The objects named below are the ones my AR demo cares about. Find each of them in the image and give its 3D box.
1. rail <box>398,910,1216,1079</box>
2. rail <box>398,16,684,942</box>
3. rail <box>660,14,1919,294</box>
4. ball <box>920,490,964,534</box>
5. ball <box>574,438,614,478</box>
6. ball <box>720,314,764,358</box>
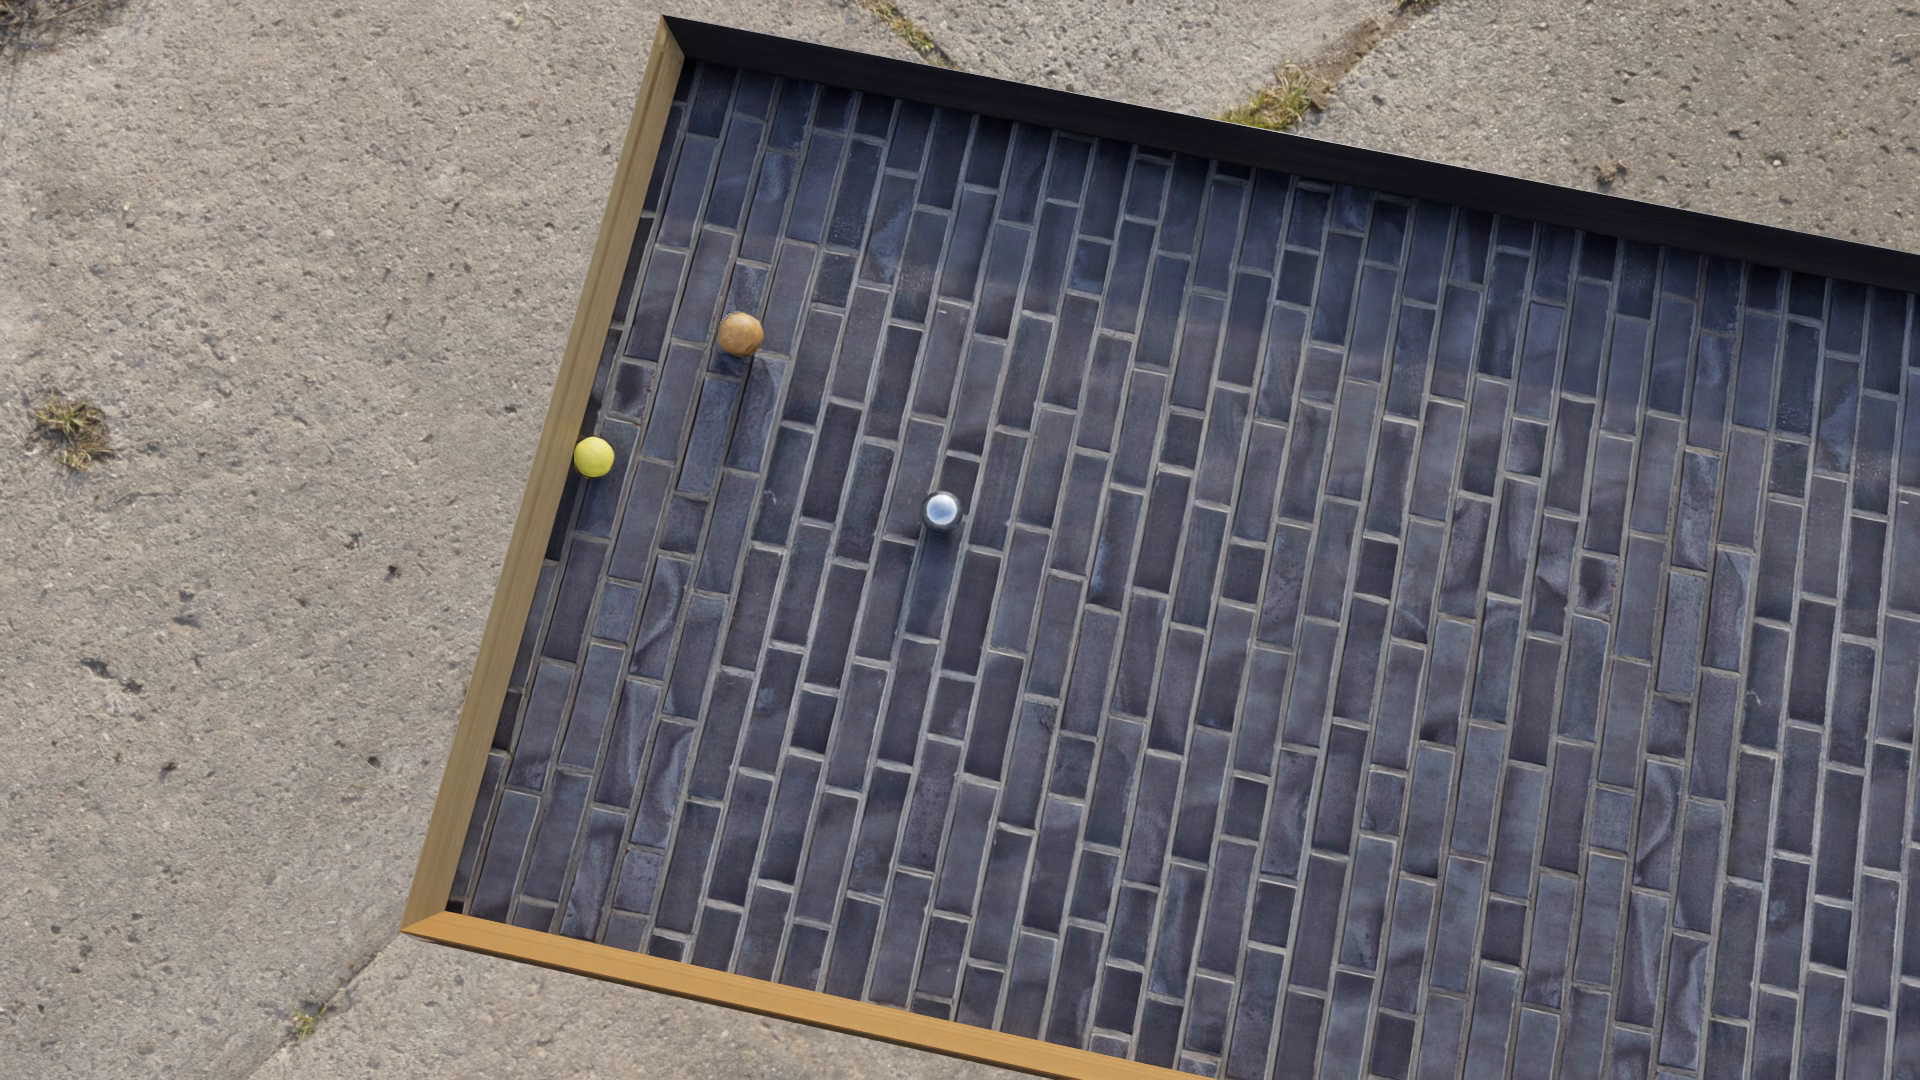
[{"bbox_3d":[0.493,0.817,3.120,2.645,0.091,0.045,12,73,4],"label":"rail"},{"bbox_3d":[-0.624,-0.131,3.411,0.045,0.091,1.519,12,73,4],"label":"rail"},{"bbox_3d":[0.801,-0.559,3.542,2.645,0.091,0.045,12,73,4],"label":"rail"},{"bbox_3d":[-0.028,-0.043,3.398,0.066,0.066,0.066,0,73,0],"label":"ball"},{"bbox_3d":[-0.571,-0.129,3.426,0.063,0.063,0.063,0,73,0],"label":"ball"},{"bbox_3d":[-0.346,-0.324,3.482,0.070,0.070,0.070,0,73,0],"label":"ball"}]
